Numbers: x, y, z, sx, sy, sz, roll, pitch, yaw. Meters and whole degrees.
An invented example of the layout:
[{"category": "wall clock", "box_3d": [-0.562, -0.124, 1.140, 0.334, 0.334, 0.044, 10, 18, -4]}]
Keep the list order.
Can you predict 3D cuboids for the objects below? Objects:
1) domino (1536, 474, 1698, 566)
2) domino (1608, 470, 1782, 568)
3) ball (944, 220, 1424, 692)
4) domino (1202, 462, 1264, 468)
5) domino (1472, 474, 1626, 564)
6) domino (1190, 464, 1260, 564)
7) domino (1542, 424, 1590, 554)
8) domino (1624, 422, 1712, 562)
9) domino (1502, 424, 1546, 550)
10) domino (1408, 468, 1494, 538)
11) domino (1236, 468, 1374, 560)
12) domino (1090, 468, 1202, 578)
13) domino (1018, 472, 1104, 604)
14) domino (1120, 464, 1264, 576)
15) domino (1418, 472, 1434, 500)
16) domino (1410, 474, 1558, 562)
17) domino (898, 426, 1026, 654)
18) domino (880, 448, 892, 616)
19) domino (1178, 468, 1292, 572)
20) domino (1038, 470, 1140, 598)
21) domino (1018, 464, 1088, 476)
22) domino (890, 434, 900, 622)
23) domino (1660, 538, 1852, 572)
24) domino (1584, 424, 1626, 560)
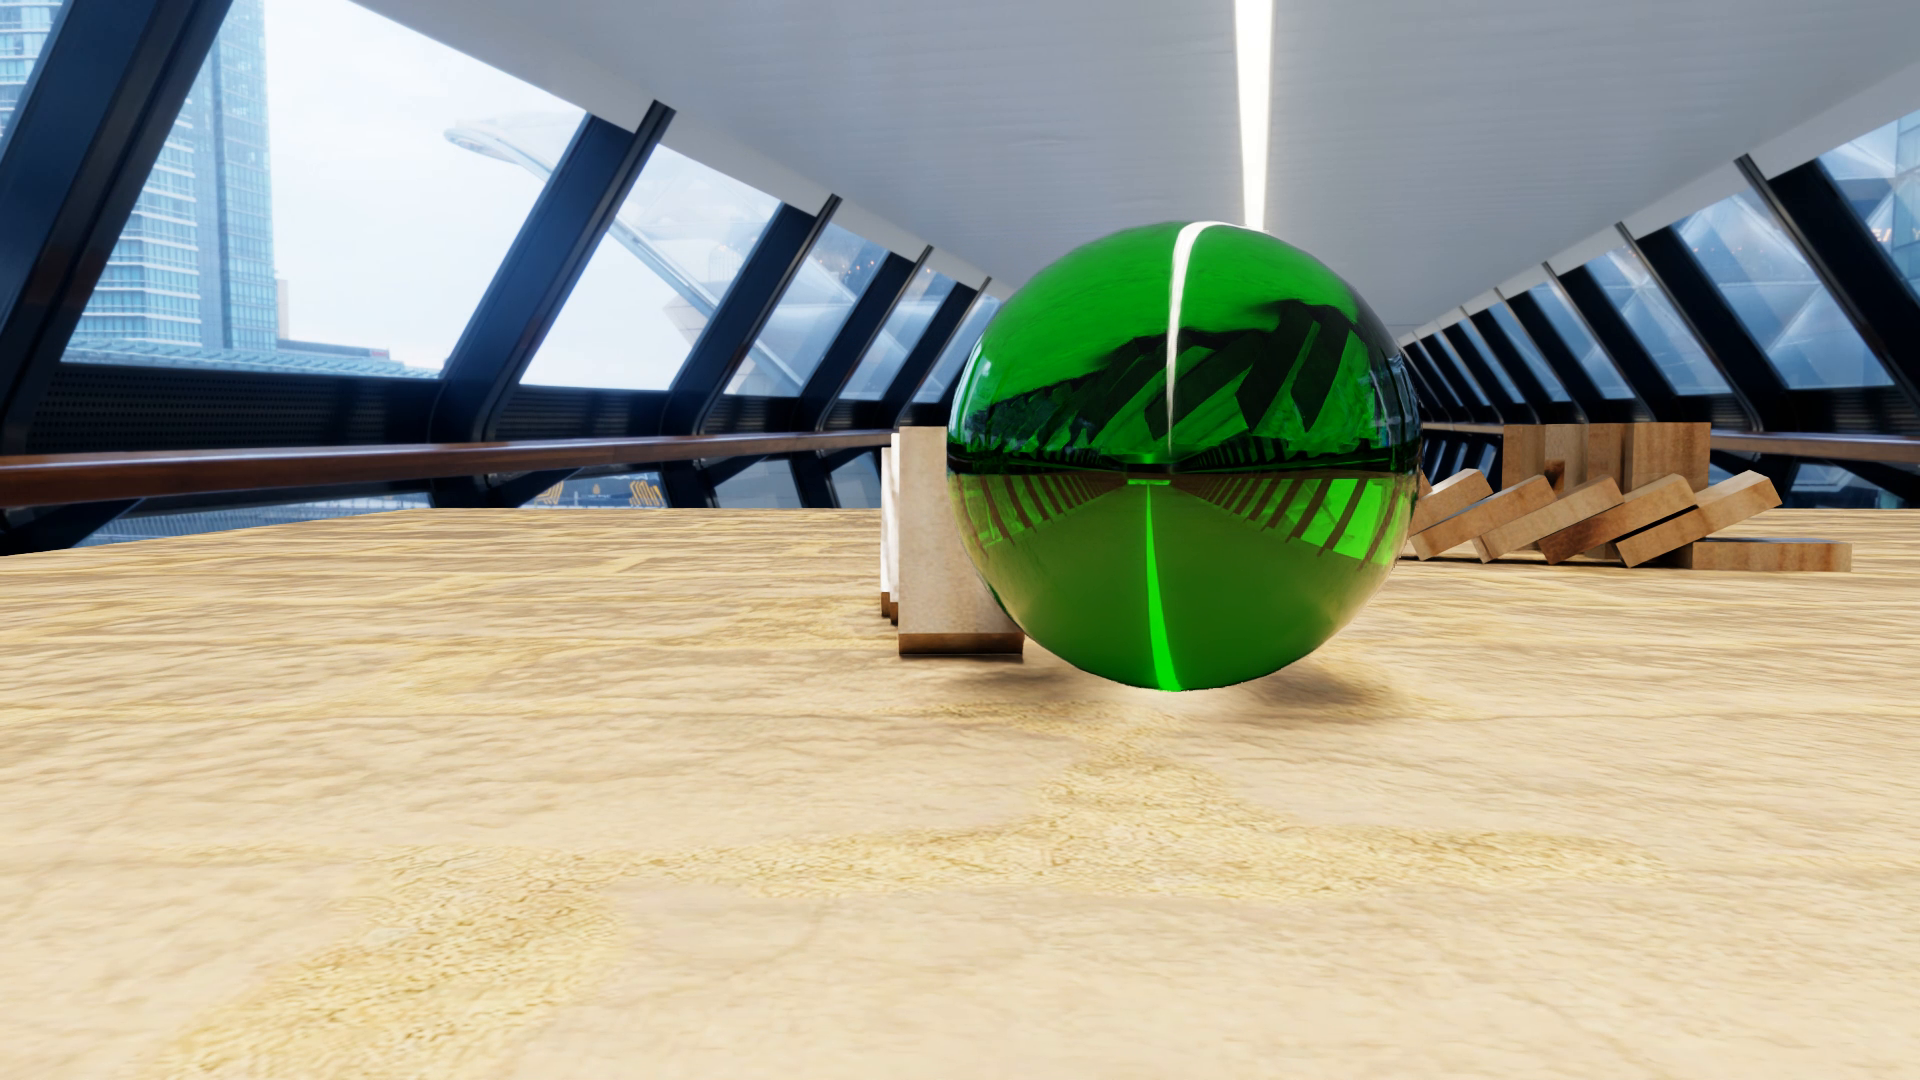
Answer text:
[{"category": "domino", "box_3d": [0.229, -0.007, 0.450, 0.050, 0.010, 0.025, -28, -4, 22]}, {"category": "domino", "box_3d": [0.251, -0.007, 0.442, 0.050, 0.010, 0.025, -28, 0, 21]}, {"category": "ball", "box_3d": [0.037, -0.014, 0.221, 0.080, 0.080, 0.080, 0, 4, 0]}, {"category": "domino", "box_3d": [0.098, -0.012, 0.489, 0.025, 0.009, 0.050, 1, 37, 31]}, {"category": "domino", "box_3d": [0.209, -0.008, 0.459, 0.050, 0.009, 0.025, -27, -5, 20]}, {"category": "domino", "box_3d": [0.092, -0.010, 0.470, 0.025, 0.010, 0.050, 2, 37, 28]}, {"category": "domino", "box_3d": [0.240, -0.020, 0.498, 0.025, 0.050, 0.009, -2, 5, -23]}, {"category": "domino", "box_3d": [0.254, -0.017, 0.462, 0.025, 0.050, 0.010, 1, 4, 11]}, {"category": "domino", "box_3d": [0.232, -0.021, 0.517, 0.025, 0.050, 0.009, -2, 5, -22]}, {"category": "domino", "box_3d": [0.170, -0.010, 0.477, 0.050, 0.010, 0.025, -30, -2, 11]}, {"category": "domino", "box_3d": [0.128, -0.010, 0.485, 0.050, 0.010, 0.025, -31, 9, -7]}, {"category": "domino", "box_3d": [0.055, -0.007, 0.429, 0.050, 0.009, 0.025, -38, 23, -26]}, {"category": "domino", "box_3d": [0.019, -0.002, 0.363, 0.025, 0.009, 0.050, 3, 37, 33]}, {"category": "domino", "box_3d": [0.077, -0.008, 0.434, 0.050, 0.010, 0.025, -38, 27, -26]}, {"category": "domino", "box_3d": [0.150, -0.010, 0.483, 0.050, 0.009, 0.025, -30, 4, 2]}, {"category": "domino", "box_3d": [0.190, -0.008, 0.468, 0.050, 0.009, 0.025, -27, -5, 19]}, {"category": "domino", "box_3d": [0.000, -0.001, 0.268, 0.025, 0.050, 0.010, 0, -31, -2]}, {"category": "domino", "box_3d": [-0.008, -0.003, 0.331, 0.025, 0.010, 0.050, -1, 48, -2]}, {"category": "domino", "box_3d": [0.091, -0.008, 0.445, 0.025, 0.009, 0.050, 5, 38, 48]}, {"category": "domino", "box_3d": [0.031, -0.003, 0.377, 0.025, 0.009, 0.050, 3, 37, 33]}, {"category": "domino", "box_3d": [0.027, -0.005, 0.401, 0.025, 0.009, 0.050, 0, 38, 9]}, {"category": "domino", "box_3d": [-0.004, -0.004, 0.316, 0.025, 0.050, 0.010, 0, -34, -2]}, {"category": "domino", "box_3d": [0.273, 0.005, 0.442, 0.050, 0.010, 0.025, 0, 4, 6]}, {"category": "domino", "box_3d": [0.248, -0.018, 0.479, 0.025, 0.050, 0.009, -2, 5, -20]}]
